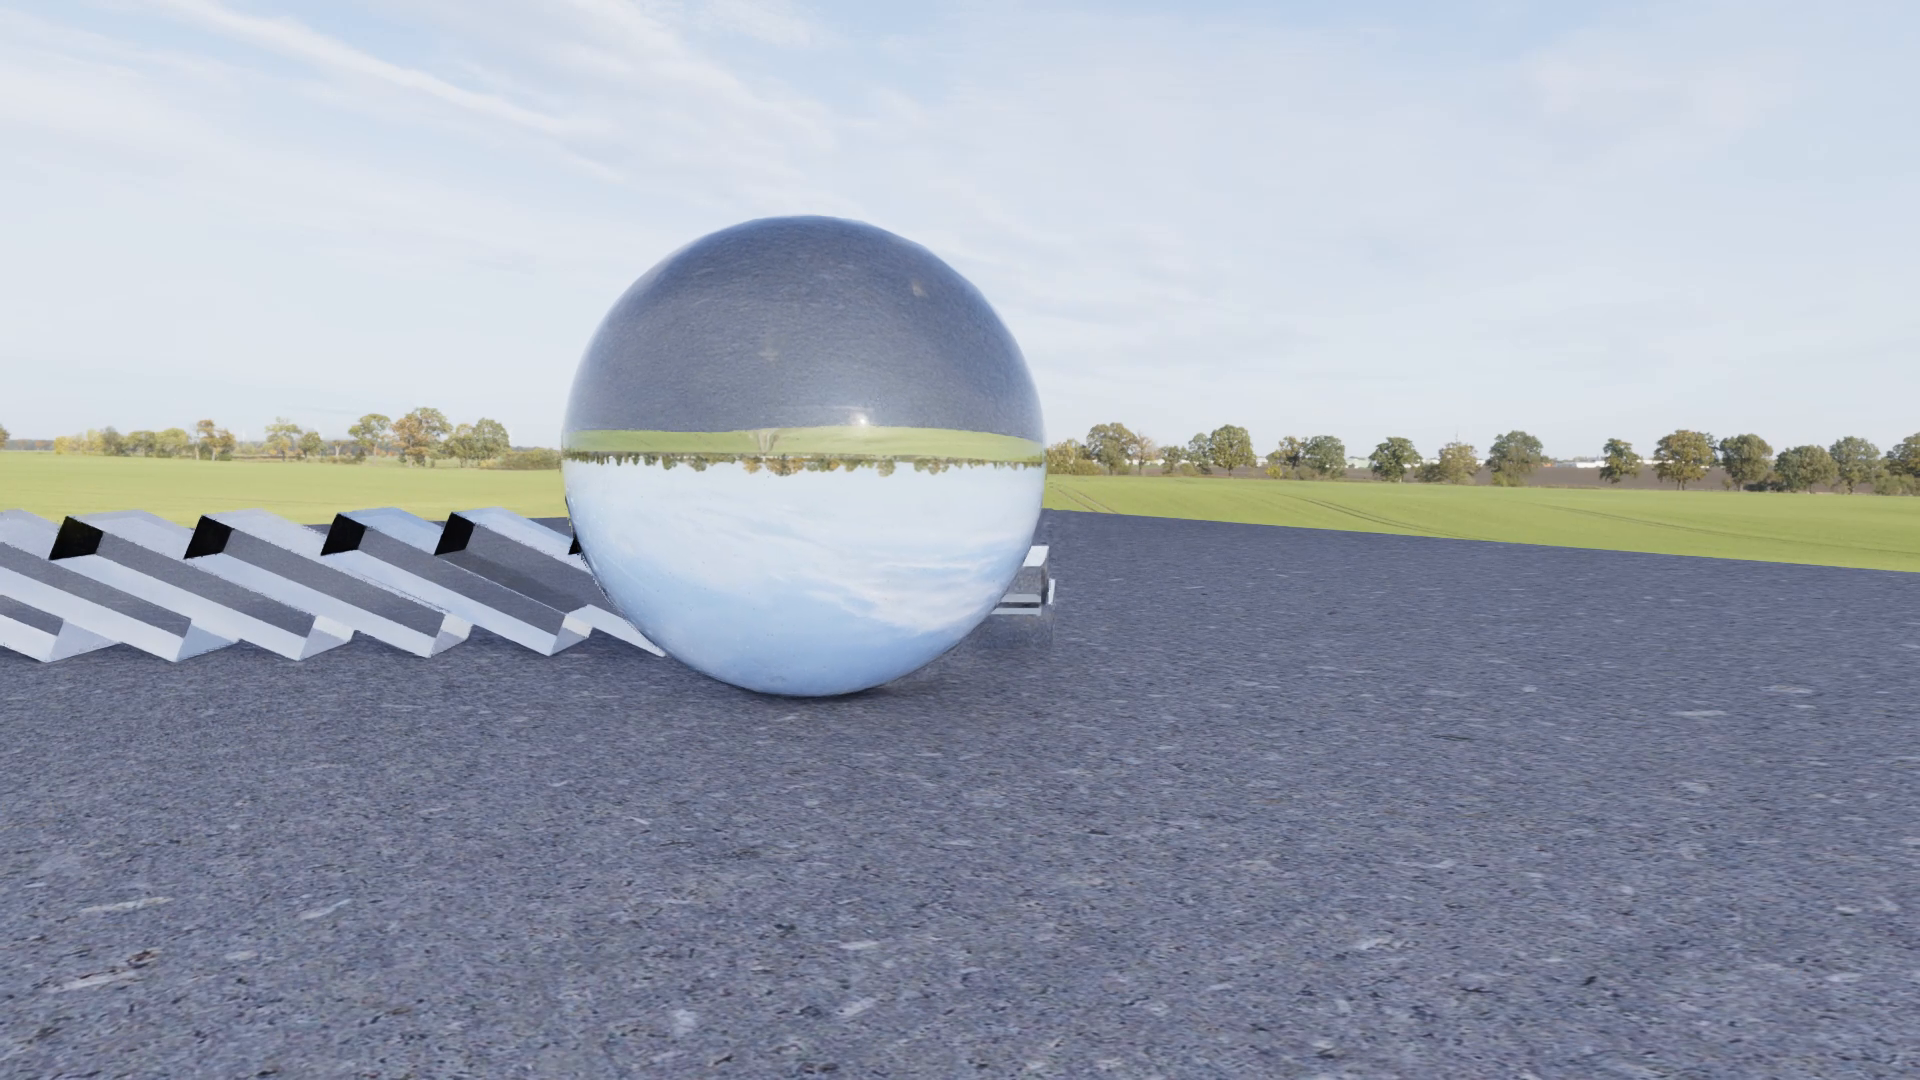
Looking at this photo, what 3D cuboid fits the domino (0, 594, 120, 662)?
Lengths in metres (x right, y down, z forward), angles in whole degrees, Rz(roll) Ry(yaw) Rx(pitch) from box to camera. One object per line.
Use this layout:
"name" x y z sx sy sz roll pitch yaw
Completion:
"domino" -0.199 0.009 0.259 0.050 0.010 0.025 24 2 -6

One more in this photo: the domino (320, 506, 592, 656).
"domino" -0.103 0.008 0.269 0.050 0.010 0.025 24 5 0

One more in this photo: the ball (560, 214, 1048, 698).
"ball" -0.025 -0.014 0.215 0.080 0.080 0.080 0 4 0

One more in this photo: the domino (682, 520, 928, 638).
"domino" -0.035 0.008 0.286 0.050 0.025 0.010 2 45 25

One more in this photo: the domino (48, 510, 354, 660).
"domino" -0.151 0.009 0.261 0.050 0.009 0.025 23 2 -5

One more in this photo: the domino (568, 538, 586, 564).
"domino" -0.053 0.008 0.268 0.050 0.010 0.025 25 10 13

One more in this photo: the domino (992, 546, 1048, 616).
"domino" 0.006 0.008 0.273 0.025 0.010 0.050 0 4 6

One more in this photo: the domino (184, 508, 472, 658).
"domino" -0.128 0.008 0.265 0.050 0.009 0.025 23 2 -5

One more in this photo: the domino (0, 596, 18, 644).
"domino" -0.223 0.008 0.257 0.050 0.009 0.025 24 2 -6

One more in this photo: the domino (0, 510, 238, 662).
"domino" -0.175 0.009 0.260 0.050 0.010 0.025 23 2 -5

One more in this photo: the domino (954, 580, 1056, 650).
"domino" 0.009 0.016 0.290 0.025 0.010 0.050 0 4 5

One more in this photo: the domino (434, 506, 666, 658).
"domino" -0.080 0.008 0.268 0.050 0.010 0.025 24 4 0
